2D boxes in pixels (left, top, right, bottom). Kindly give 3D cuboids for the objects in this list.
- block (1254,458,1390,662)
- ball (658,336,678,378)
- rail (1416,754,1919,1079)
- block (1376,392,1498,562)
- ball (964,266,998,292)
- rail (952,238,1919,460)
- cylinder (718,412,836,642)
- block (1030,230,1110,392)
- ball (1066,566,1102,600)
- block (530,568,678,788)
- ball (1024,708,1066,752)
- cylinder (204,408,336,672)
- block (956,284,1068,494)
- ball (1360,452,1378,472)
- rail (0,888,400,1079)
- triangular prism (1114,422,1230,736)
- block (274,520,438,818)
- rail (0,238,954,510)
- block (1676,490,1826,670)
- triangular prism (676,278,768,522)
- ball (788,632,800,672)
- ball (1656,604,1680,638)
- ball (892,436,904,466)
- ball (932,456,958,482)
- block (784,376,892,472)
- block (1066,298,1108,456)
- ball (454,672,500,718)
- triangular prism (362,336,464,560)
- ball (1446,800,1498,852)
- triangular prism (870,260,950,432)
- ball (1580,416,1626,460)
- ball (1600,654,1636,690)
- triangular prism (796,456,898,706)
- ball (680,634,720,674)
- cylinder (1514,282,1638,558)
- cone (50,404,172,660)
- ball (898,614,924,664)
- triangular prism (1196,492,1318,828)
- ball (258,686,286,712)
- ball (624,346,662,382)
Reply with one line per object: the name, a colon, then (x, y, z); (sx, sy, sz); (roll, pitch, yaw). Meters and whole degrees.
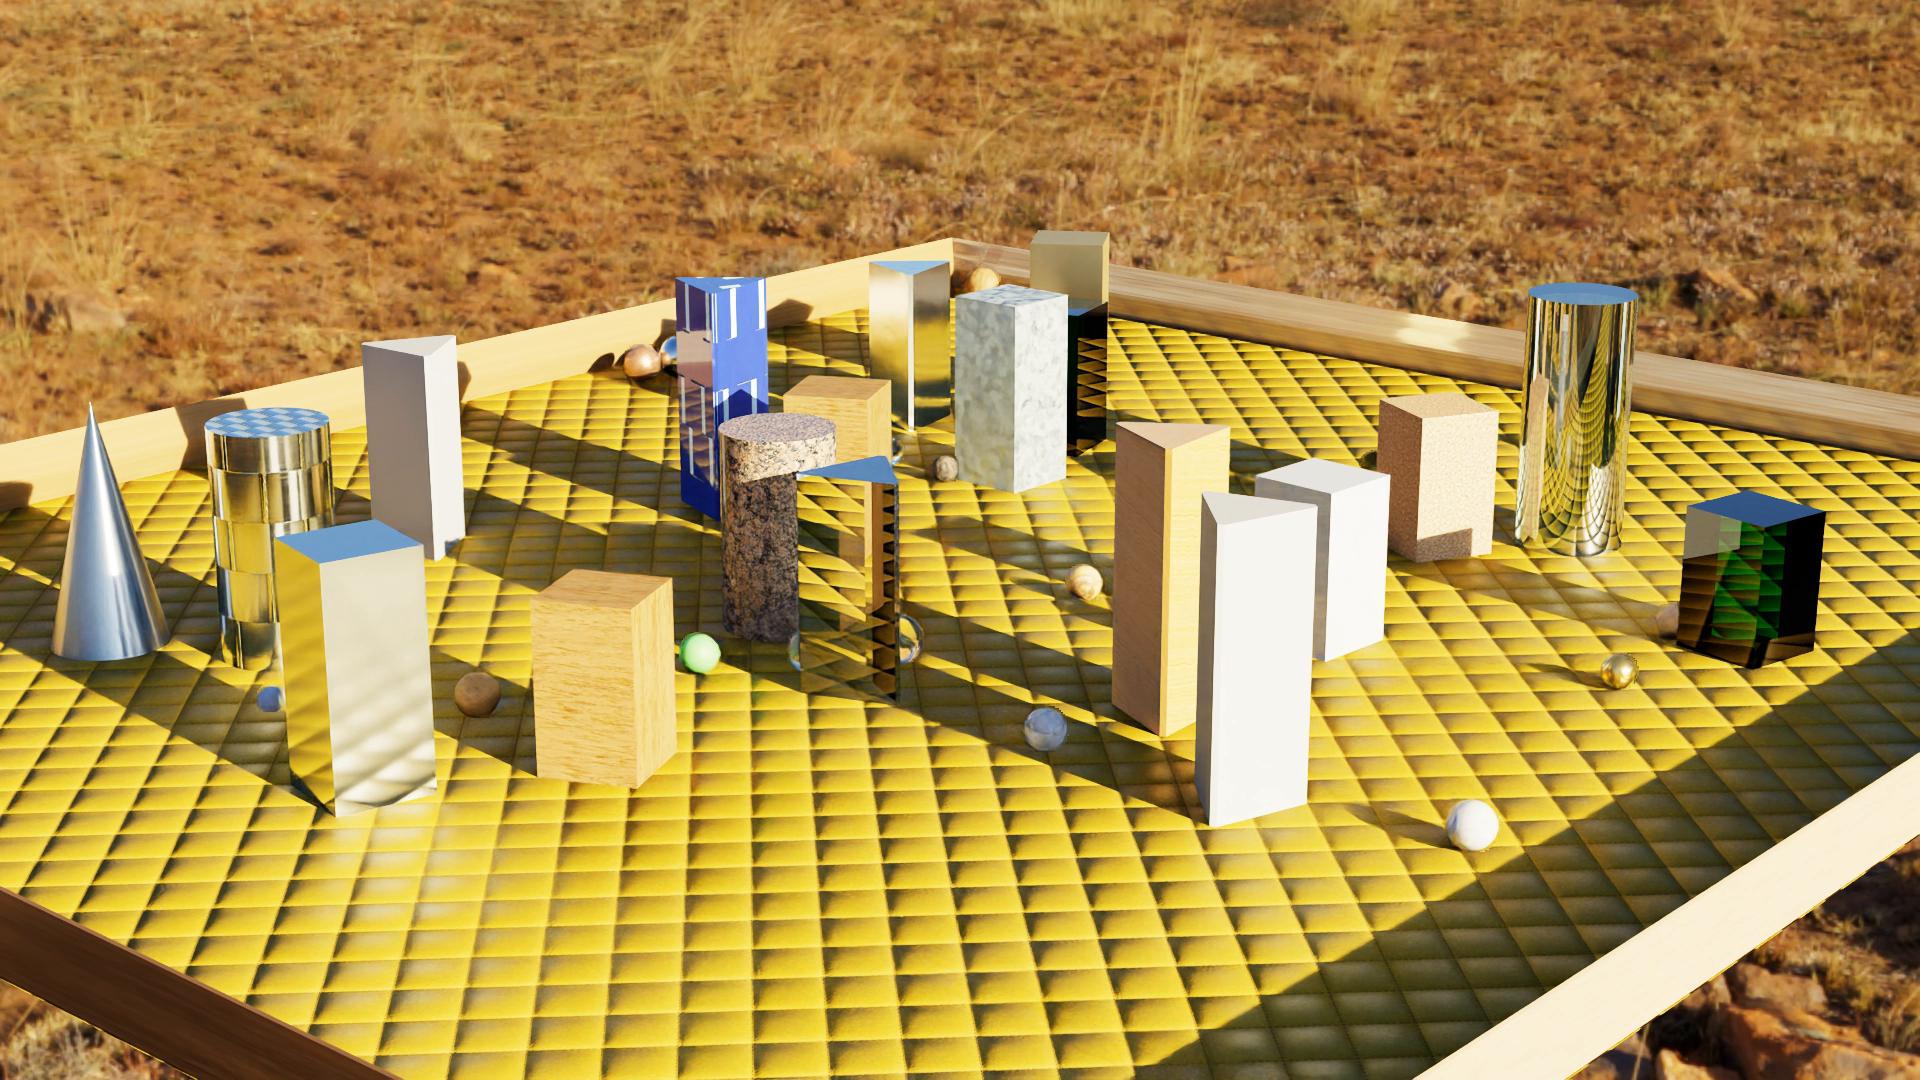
block: (0.595, 0.030, 4.854); (0.157, 0.286, 0.157); (16, 23, 42)
ball: (-0.637, -0.416, 6.663); (0.096, 0.096, 0.096); (0, 17, 0)
rail: (1.289, 0.355, 4.048); (0.045, 0.127, 3.924); (14, 22, 39)
block: (0.871, -0.117, 5.371); (0.157, 0.269, 0.157); (-6, 18, -21)
ball: (0.055, -0.651, 7.459); (0.087, 0.087, 0.087); (0, 17, 0)
rail: (1.271, -0.391, 6.521); (3.462, 0.127, 0.045); (14, 22, 39)
cylinder: (-0.304, -0.023, 4.929); (0.196, 0.344, 0.196); (0, 17, 0)
block: (0.239, -0.480, 6.410); (0.157, 0.365, 0.157); (2, 17, 7)
ball: (0.216, 0.075, 5.095); (0.062, 0.062, 0.062); (0, 17, 0)
block: (-0.521, 0.202, 4.307); (0.157, 0.273, 0.157); (5, 17, 16)
ball: (0.127, 0.284, 4.396); (0.064, 0.064, 0.064); (0, 17, 0)
cylinder: (-1.116, -0.002, 4.779); (0.196, 0.392, 0.196); (0, 17, 0)
block: (0.101, -0.301, 5.803); (0.157, 0.373, 0.157); (15, 22, 40)
ball: (0.825, -0.142, 5.804); (0.067, 0.067, 0.067); (0, 17, 0)
rail: (-1.271, 0.454, 3.719); (3.462, 0.127, 0.045); (14, 22, 39)
triangular prism: (0.300, 0.050, 4.499); (0.147, 0.453, 0.170); (12, 21, 35)
block: (-0.865, 0.181, 4.198); (0.157, 0.376, 0.157); (-12, 20, -34)
rail: (-1.289, -0.291, 6.192); (0.045, 0.127, 3.924); (14, 22, 39)
block: (1.300, 0.064, 4.822); (0.157, 0.241, 0.157); (-12, 21, -35)
triangular prism: (-0.478, -0.278, 5.611); (0.147, 0.440, 0.170); (10, 19, 29)
ball: (-0.234, 0.178, 4.712); (0.085, 0.085, 0.085); (0, 17, 0)
ball: (1.192, 0.136, 4.906); (0.054, 0.054, 0.054); (0, 17, 0)
ball: (-0.147, -0.179, 5.933); (0.064, 0.064, 0.064); (0, 17, 0)
ball: (-0.030, -0.141, 5.829); (0.052, 0.052, 0.052); (0, 17, 0)
block: (-0.222, -0.134, 5.373); (0.157, 0.300, 0.157); (4, 17, 14)
block: (0.202, -0.342, 6.072); (0.157, 0.295, 0.157); (8, 18, 24)
ball: (-0.747, 0.239, 4.533); (0.071, 0.071, 0.071); (0, 17, 0)
triangular prism: (-0.972, -0.176, 5.375); (0.170, 0.381, 0.147); (12, 21, 35)
ball: (0.703, 0.392, 4.026); (0.072, 0.072, 0.072); (0, 17, 0)
triangular prism: (-0.086, -0.423, 6.268); (0.147, 0.338, 0.170); (-10, 20, -30)
ball: (1.313, -0.209, 5.987); (0.090, 0.090, 0.090); (0, 17, 0)
ball: (1.046, 0.209, 4.659); (0.056, 0.056, 0.056); (0, 17, 0)
triangular prism: (-0.149, 0.058, 4.635); (0.170, 0.360, 0.147); (6, 18, 20)
ball: (-0.419, 0.184, 4.730); (0.064, 0.064, 0.064); (0, 17, 0)
cylinder: (1.127, -0.221, 5.372); (0.196, 0.469, 0.196); (0, 17, 0)
cone: (-1.415, -0.027, 4.829); (0.196, 0.410, 0.196); (0, 17, 0)
ball: (-0.099, 0.161, 4.774); (0.081, 0.081, 0.081); (0, 17, 0)
triangular prism: (0.385, 0.160, 4.153); (0.170, 0.442, 0.147); (-11, 20, -32)
ball: (-1.071, 0.246, 4.561); (0.041, 0.041, 0.041); (0, 17, 0)
ball: (-0.717, -0.398, 6.626); (0.084, 0.084, 0.084); (0, 17, 0)
